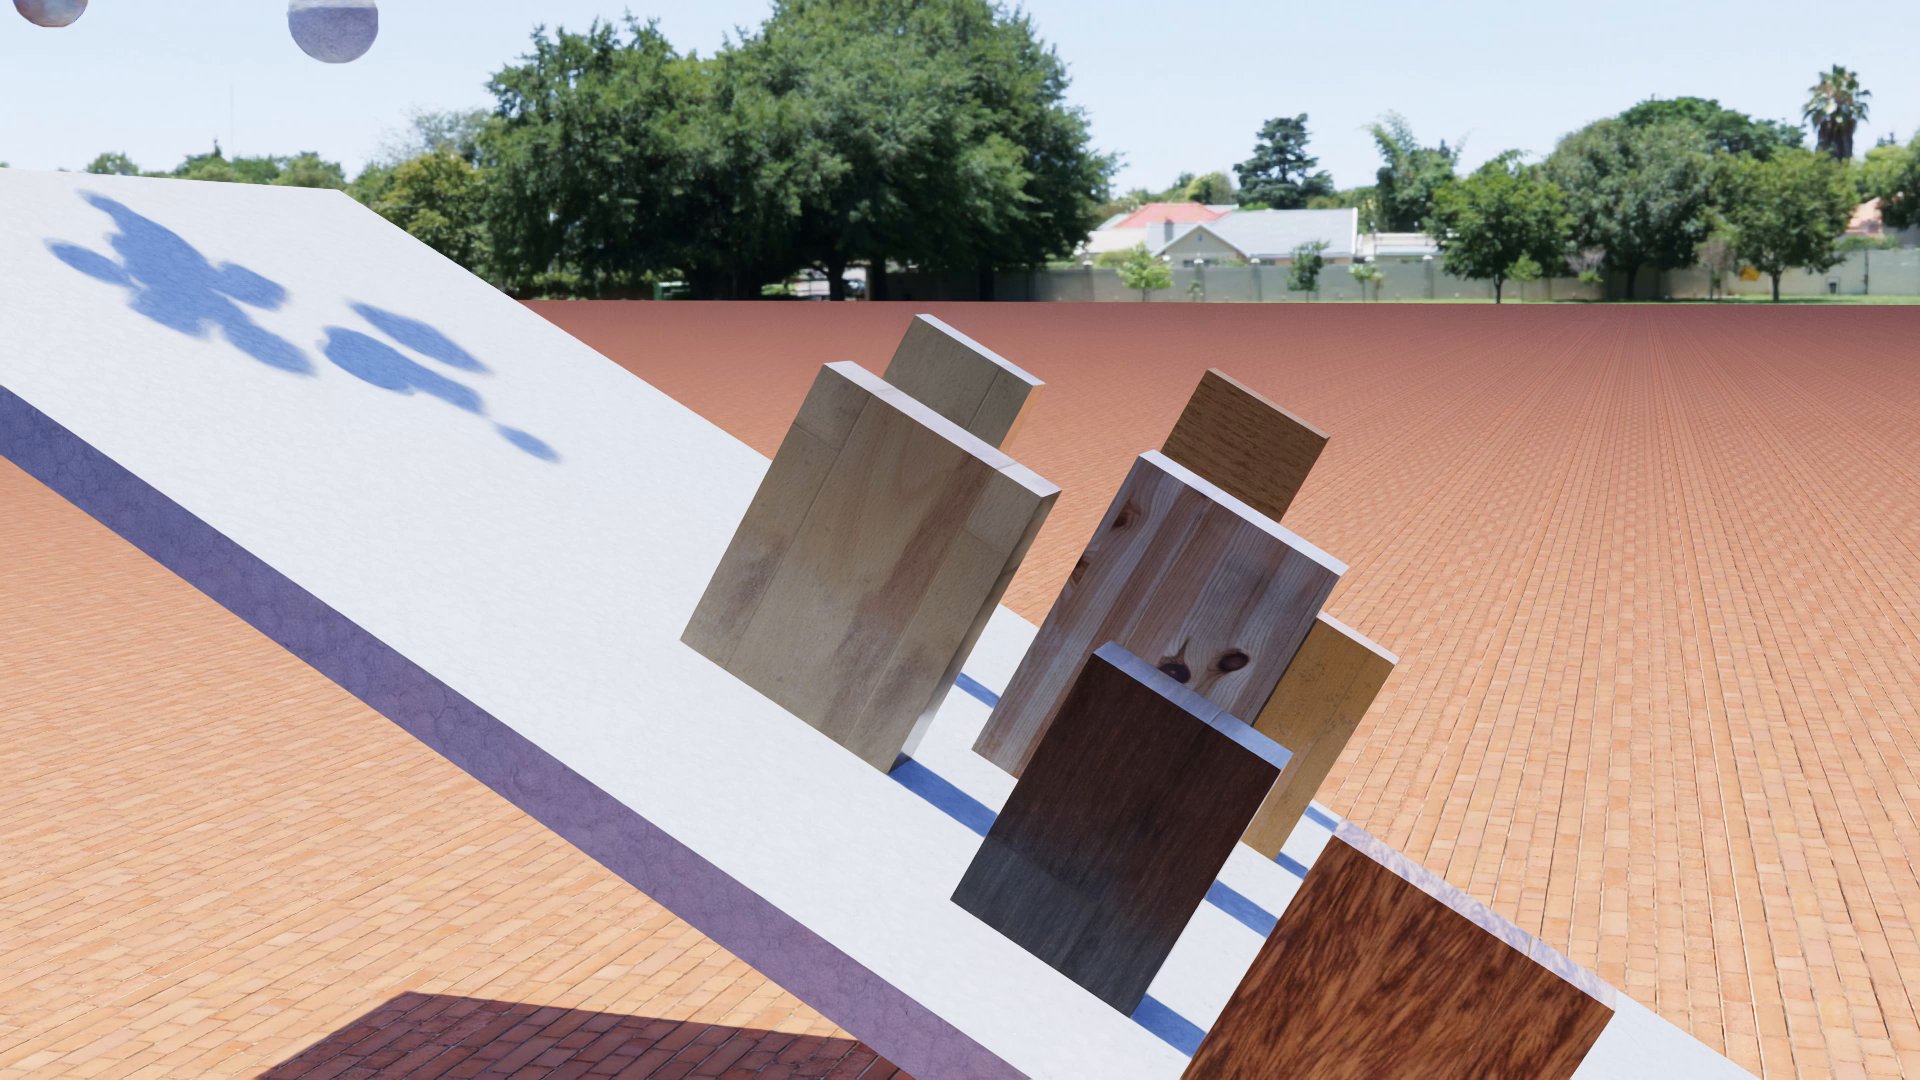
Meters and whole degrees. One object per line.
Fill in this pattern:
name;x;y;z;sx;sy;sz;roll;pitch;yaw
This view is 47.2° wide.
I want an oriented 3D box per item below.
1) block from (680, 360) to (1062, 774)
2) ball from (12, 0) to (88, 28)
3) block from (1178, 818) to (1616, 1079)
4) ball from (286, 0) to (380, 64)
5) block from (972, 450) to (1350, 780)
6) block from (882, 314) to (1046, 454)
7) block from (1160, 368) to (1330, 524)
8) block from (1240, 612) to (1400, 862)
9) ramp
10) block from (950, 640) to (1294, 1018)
block;-0.159;0.045;3.815;0.441;0.560;0.135;32;15;11
ball;-1.896;-1.145;4.578;0.155;0.155;0.155;0;7;0
block;0.576;0.714;3.025;0.427;0.504;0.100;32;15;11
ball;-1.217;-1.013;4.272;0.173;0.173;0.173;0;7;0
block;0.363;0.220;4.044;0.418;0.641;0.131;32;15;11
block;-0.100;-0.122;4.416;0.277;0.601;0.093;32;15;11
block;0.495;0.014;4.821;0.294;0.729;0.088;32;15;11
block;0.644;0.373;4.394;0.248;0.471;0.084;32;15;11
ramp;-0.195;0.322;4.133;4.000;0.100;2.000;32;15;11
block;0.248;0.445;3.409;0.332;0.464;0.121;32;15;11
